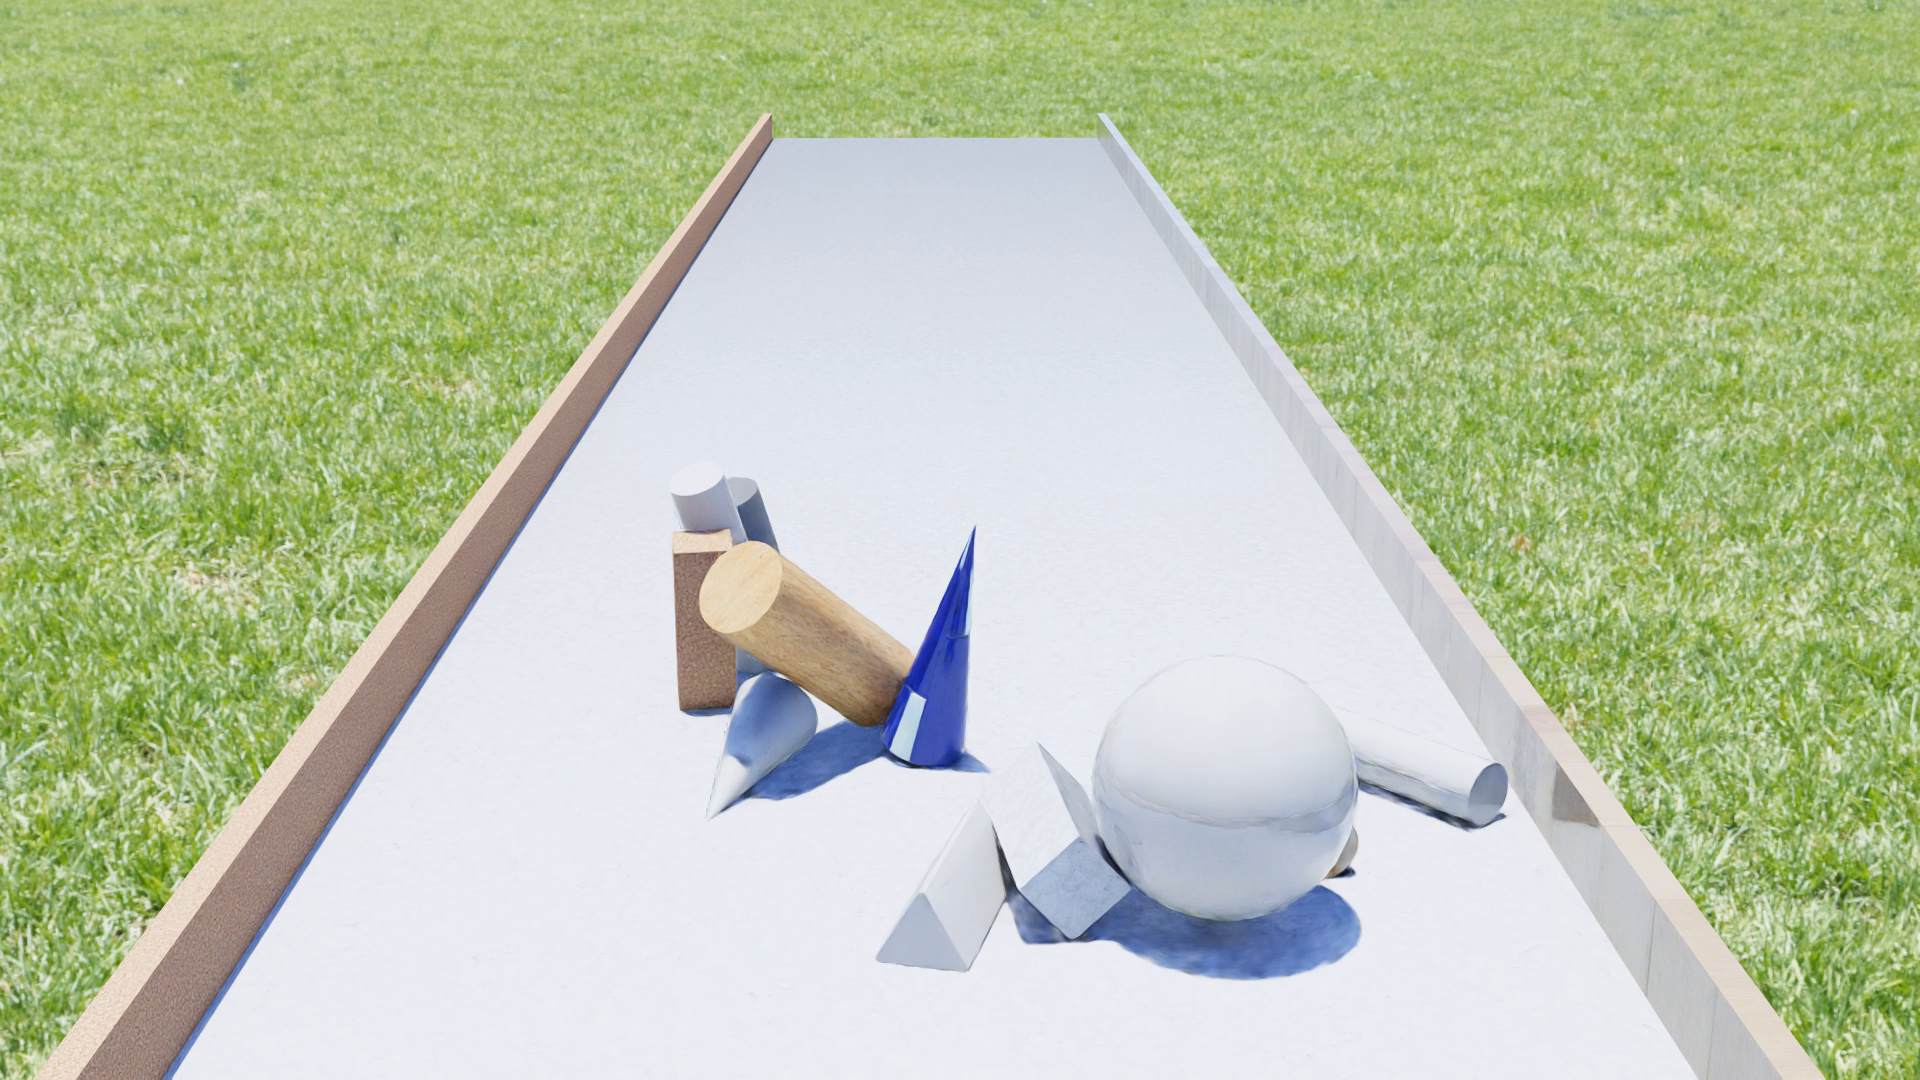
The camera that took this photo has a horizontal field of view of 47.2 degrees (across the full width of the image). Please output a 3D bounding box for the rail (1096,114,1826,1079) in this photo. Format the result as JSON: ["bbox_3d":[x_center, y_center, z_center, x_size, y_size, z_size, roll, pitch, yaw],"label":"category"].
[{"bbox_3d":[0.932,-0.844,7.801,0.050,0.150,12.000,0,17,-1],"label":"rail"}]

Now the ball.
[{"bbox_3d":[0.390,0.364,3.251,0.393,0.393,0.393,0,17,0],"label":"ball"}]

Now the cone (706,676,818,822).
[{"bbox_3d":[-0.375,0.388,3.786,0.158,0.158,0.333,5,31,16],"label":"cone"}]

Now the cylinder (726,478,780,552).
[{"bbox_3d":[-0.442,0.050,4.445,0.165,0.314,0.165,-13,26,7],"label":"cylinder"}]

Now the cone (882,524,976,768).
[{"bbox_3d":[-0.019,0.166,3.829,0.154,0.454,0.154,10,28,-6],"label":"cone"}]

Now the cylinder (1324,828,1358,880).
[{"bbox_3d":[0.529,0.421,3.613,0.114,0.114,0.401,-3,17,-10],"label":"cylinder"}]

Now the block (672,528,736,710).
[{"bbox_3d":[-0.481,0.150,4.142,0.108,0.322,0.108,-3,23,-9],"label":"block"}]

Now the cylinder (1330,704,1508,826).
[{"bbox_3d":[0.738,0.374,3.781,0.107,0.107,0.417,-14,21,-38],"label":"cylinder"}]

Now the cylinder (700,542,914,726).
[{"bbox_3d":[-0.260,0.171,3.867,0.169,0.169,0.436,13,-17,38],"label":"cylinder"}]

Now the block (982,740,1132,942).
[{"bbox_3d":[0.143,0.457,3.391,0.120,0.120,0.376,-43,17,5],"label":"block"}]

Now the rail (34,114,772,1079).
[{"bbox_3d":[-1.118,-0.838,7.780,0.050,0.150,12.000,0,17,-1],"label":"rail"}]

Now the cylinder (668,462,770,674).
[{"bbox_3d":[-0.448,0.057,4.255,0.109,0.437,0.109,-11,35,8],"label":"cylinder"}]

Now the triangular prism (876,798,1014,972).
[{"bbox_3d":[-0.014,0.508,3.301,0.136,0.117,0.344,4,17,13],"label":"triangular prism"}]
